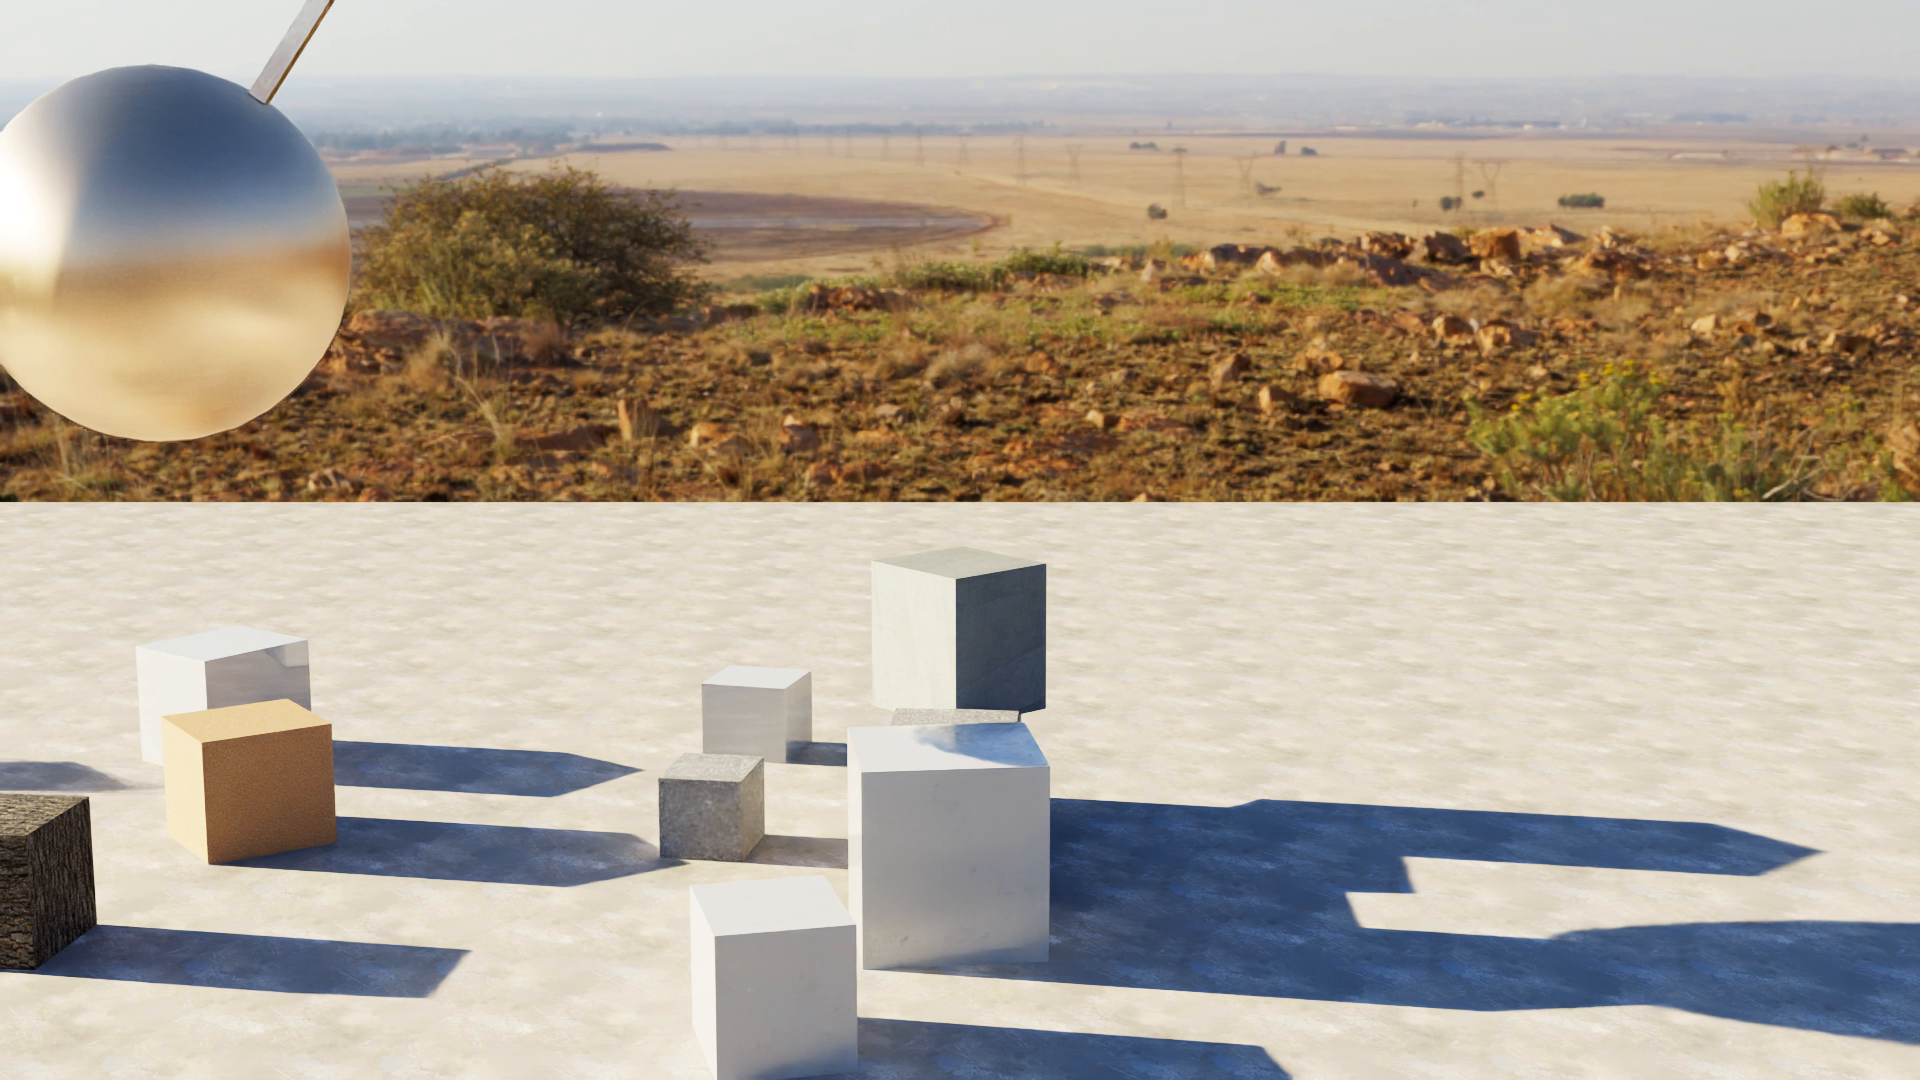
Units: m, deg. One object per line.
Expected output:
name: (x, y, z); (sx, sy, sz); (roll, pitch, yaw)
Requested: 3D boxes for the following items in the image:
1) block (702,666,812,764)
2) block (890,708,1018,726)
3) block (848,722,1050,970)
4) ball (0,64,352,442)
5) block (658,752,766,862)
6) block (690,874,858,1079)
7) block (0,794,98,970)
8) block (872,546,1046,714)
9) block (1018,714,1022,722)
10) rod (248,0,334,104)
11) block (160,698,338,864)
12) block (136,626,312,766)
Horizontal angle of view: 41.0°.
block: (-1.061, 0.910, 13.450); (0.455, 0.397, 0.435); (3, 11, 15)
block: (-0.030, 1.128, 11.704); (0.572, 0.593, 0.562); (1, 10, 4)
block: (-0.057, 1.237, 10.502); (0.749, 0.810, 0.706); (-1, 10, -7)
ball: (-3.419, -1.220, 10.958); (1.600, 1.600, 1.600); (0, 10, 0)
block: (-1.136, 1.224, 11.782); (0.383, 0.376, 0.443); (2, 10, 9)
block: (-0.682, 1.585, 9.312); (0.505, 0.548, 0.589); (-3, 11, -14)
block: (-3.915, 1.379, 10.436); (0.553, 0.553, 0.565); (1, 10, 6)
block: (-0.005, 0.455, 12.306); (0.578, 0.711, 0.608); (-9, 14, -41)
block: (-0.005, 1.067, 12.312); (0.585, 0.495, 0.593); (0, 10, 3)
rod: (-1.482, -3.969, 10.459); (0.080, 5.200, 0.080); (34, 8, -6)
block: (-3.294, 1.109, 11.885); (0.604, 0.567, 0.579); (-7, 12, -34)
block: (-3.812, 0.829, 13.314); (0.572, 0.606, 0.644); (8, 13, 37)
